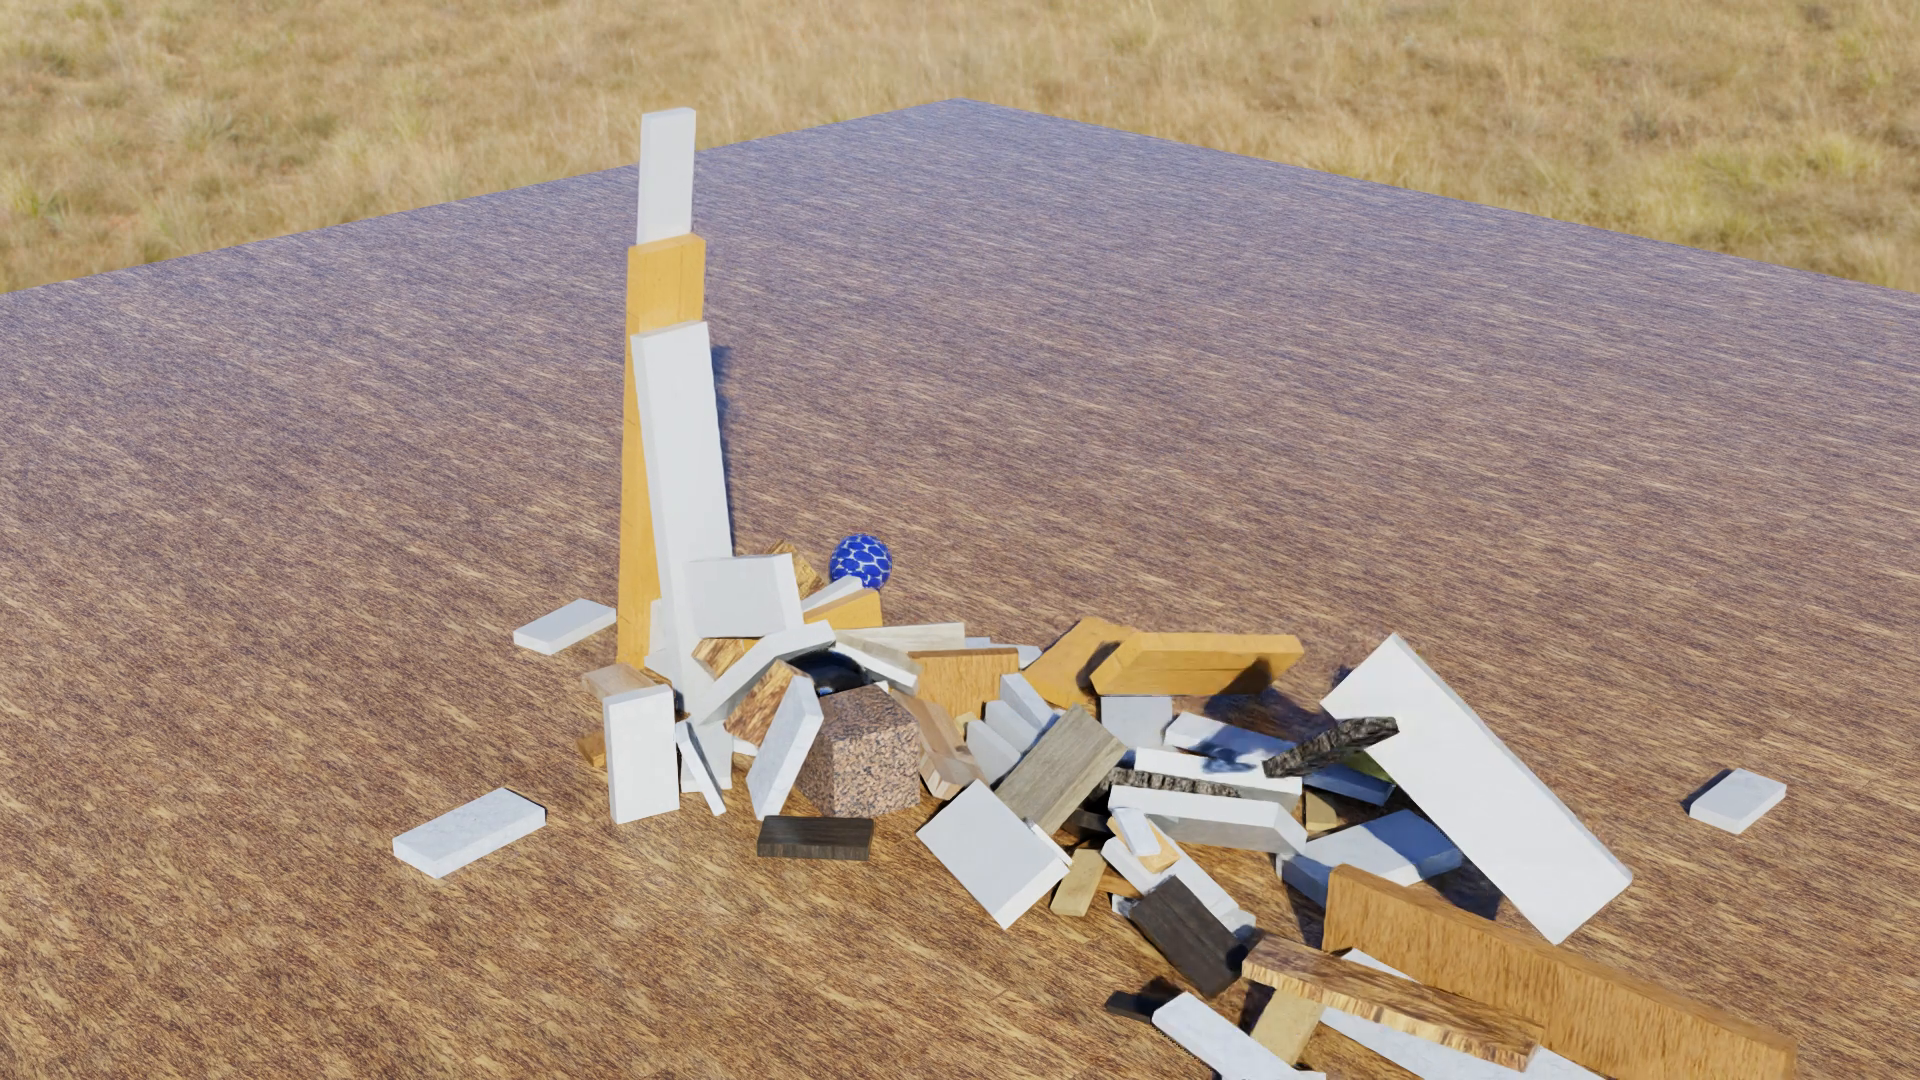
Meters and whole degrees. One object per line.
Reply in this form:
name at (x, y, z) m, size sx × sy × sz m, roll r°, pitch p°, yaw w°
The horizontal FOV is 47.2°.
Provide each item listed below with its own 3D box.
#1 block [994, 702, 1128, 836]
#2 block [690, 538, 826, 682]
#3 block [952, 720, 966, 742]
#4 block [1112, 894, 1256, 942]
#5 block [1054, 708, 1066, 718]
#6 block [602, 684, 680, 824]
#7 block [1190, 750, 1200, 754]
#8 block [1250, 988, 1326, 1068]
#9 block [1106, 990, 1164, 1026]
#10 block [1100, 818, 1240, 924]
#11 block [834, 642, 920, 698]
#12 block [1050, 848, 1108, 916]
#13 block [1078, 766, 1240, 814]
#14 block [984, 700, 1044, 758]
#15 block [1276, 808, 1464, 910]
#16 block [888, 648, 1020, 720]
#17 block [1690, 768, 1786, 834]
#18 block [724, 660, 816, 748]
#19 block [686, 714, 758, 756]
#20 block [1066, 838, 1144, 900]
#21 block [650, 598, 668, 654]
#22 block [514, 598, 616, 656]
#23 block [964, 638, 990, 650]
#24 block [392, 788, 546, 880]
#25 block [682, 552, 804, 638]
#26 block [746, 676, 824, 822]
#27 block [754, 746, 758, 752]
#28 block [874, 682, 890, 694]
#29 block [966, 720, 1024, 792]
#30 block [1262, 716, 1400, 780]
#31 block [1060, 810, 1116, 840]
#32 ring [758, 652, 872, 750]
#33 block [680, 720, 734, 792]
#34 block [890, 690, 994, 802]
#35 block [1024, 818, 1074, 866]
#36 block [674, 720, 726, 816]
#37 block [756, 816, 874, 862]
block at (0.167, 0.483, 4.294) m, size 0.328 × 0.046 × 0.164 m, roll -48°, pitch 34°, yaw -2°
block at (-0.446, 0.180, 4.913) m, size 0.047 × 0.167 × 0.334 m, roll 15°, pitch 62°, yaw 43°
block at (0.019, 0.421, 4.695) m, size 0.101 × 0.014 × 0.050 m, roll 42°, pitch 40°, yaw 19°
block at (0.414, 0.693, 4.083) m, size 0.240 × 0.034 × 0.120 m, roll 19°, pitch 30°, yaw 38°
block at (0.202, 0.410, 4.768) m, size 0.072 × 0.020 × 0.143 m, roll 15°, pitch 28°, yaw 31°
block at (-0.638, 0.429, 4.406) m, size 0.134 × 0.268 × 0.038 m, roll -12°, pitch 26°, yaw -26°
block at (0.521, 0.439, 4.705) m, size 0.060 × 0.017 × 0.121 m, roll -5°, pitch 24°, yaw -13°
block at (0.536, 0.829, 3.679) m, size 0.084 × 0.024 × 0.167 m, roll 16°, pitch 56°, yaw 34°
block at (0.309, 0.815, 3.823) m, size 0.097 × 0.014 × 0.049 m, roll 11°, pitch 26°, yaw 25°
block at (0.386, 0.624, 4.049) m, size 0.120 × 0.034 × 0.240 m, roll -20°, pitch 51°, yaw -40°
block at (-0.176, 0.274, 4.639) m, size 0.184 × 0.026 × 0.092 m, roll 23°, pitch -15°, yaw 10°
block at (0.225, 0.642, 4.123) m, size 0.068 × 0.019 × 0.136 m, roll -2°, pitch 46°, yaw 38°
block at (0.386, 0.511, 4.354) m, size 0.343 × 0.171 × 0.049 m, roll 8°, pitch 68°, yaw 19°
block at (0.127, 0.449, 4.525) m, size 0.039 × 0.136 × 0.273 m, roll -6°, pitch 23°, yaw -26°
block at (0.792, 0.617, 4.248) m, size 0.329 × 0.047 × 0.164 m, roll -13°, pitch 26°, yaw -28°
block at (-0.021, 0.313, 4.732) m, size 0.293 × 0.147 × 0.042 m, roll -2°, pitch 17°, yaw -5°
block at (1.583, 0.530, 4.473) m, size 0.104 × 0.030 × 0.209 m, roll 21°, pitch 30°, yaw 40°
block at (-0.386, 0.330, 4.440) m, size 0.091 × 0.183 × 0.026 m, roll 30°, pitch 18°, yaw -35°
block at (-0.496, 0.415, 4.746) m, size 0.206 × 0.029 × 0.103 m, roll 9°, pitch 25°, yaw 21°
block at (0.305, 0.625, 4.173) m, size 0.240 × 0.034 × 0.120 m, roll 7°, pitch 22°, yaw 44°
block at (-0.670, 0.208, 5.050) m, size 0.085 × 0.171 × 0.024 m, roll -20°, pitch 39°, yaw -39°
block at (-0.939, 0.205, 5.236) m, size 0.114 × 0.032 × 0.229 m, roll 15°, pitch 27°, yaw 31°
block at (-0.082, 0.277, 5.052) m, size 0.305 × 0.043 × 0.153 m, roll 0°, pitch 23°, yaw -1°
block at (-0.969, 0.577, 4.351) m, size 0.134 × 0.038 × 0.268 m, roll 18°, pitch 29°, yaw 37°
block at (-0.461, 0.119, 4.659) m, size 0.047 × 0.165 × 0.330 m, roll -15°, pitch 7°, yaw -41°
block at (-0.353, 0.420, 4.411) m, size 0.038 × 0.268 × 0.134 m, roll 14°, pitch 27°, yaw -24°
block at (-0.381, 0.400, 4.676) m, size 0.139 × 0.070 × 0.020 m, roll -37°, pitch 21°, yaw -29°
block at (-0.181, 0.351, 4.676) m, size 0.026 × 0.091 × 0.183 m, roll -10°, pitch -3°, yaw -17°
block at (0.078, 0.465, 4.522) m, size 0.031 × 0.109 × 0.218 m, roll -7°, pitch 24°, yaw -28°
block at (0.626, 0.352, 3.725) m, size 0.108 × 0.031 × 0.217 m, roll 1°, pitch -24°, yaw -41°
block at (0.286, 0.564, 4.257) m, size 0.218 × 0.031 × 0.109 m, roll 8°, pitch -22°, yaw 44°
ring at (-0.303, 0.359, 4.579) m, size 0.280 × 0.280 × 0.093 m, roll -13°, pitch 31°, yaw -28°
block at (-0.530, 0.452, 4.615) m, size 0.103 × 0.029 × 0.206 m, roll -5°, pitch 31°, yaw -2°
block at (-0.044, 0.434, 4.553) m, size 0.136 × 0.039 × 0.330 m, roll 20°, pitch 21°, yaw -31°
block at (0.168, 0.571, 4.157) m, size 0.015 × 0.106 × 0.053 m, roll -45°, pitch 13°, yaw -5°
block at (-0.526, 0.461, 4.446) m, size 0.026 × 0.183 × 0.091 m, roll -24°, pitch 26°, yaw -2°
block at (-0.284, 0.588, 4.336) m, size 0.218 × 0.031 × 0.109 m, roll 2°, pitch 23°, yaw 4°
